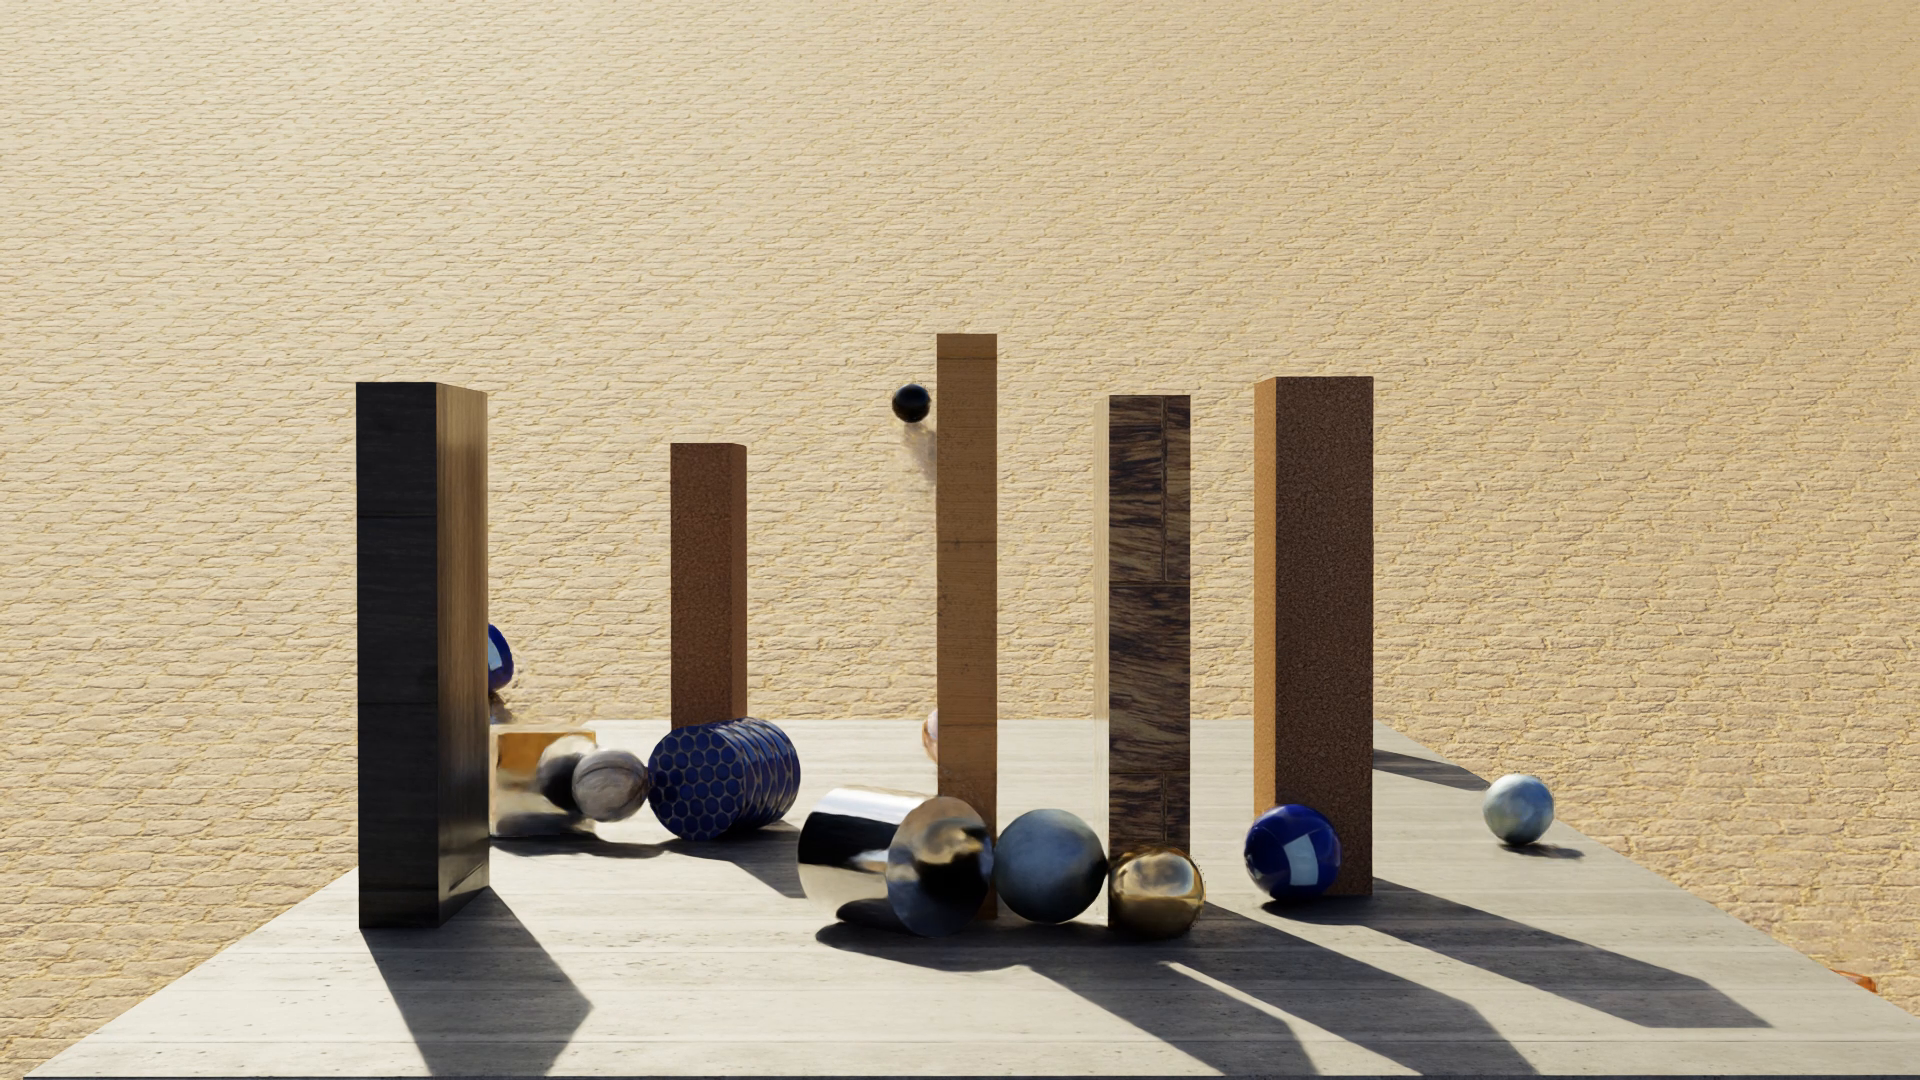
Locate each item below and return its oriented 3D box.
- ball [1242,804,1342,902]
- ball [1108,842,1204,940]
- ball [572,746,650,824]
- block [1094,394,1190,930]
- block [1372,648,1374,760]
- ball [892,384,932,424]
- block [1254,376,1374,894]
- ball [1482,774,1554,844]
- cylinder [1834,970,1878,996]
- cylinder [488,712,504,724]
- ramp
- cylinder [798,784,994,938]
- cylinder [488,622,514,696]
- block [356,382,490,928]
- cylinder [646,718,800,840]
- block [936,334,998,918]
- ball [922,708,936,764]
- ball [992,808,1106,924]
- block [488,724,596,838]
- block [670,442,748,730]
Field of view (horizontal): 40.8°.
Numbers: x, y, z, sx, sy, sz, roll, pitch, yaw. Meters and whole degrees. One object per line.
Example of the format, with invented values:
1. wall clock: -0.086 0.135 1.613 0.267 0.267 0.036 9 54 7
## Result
1. ball: 0.471 0.445 3.664 0.140 0.140 0.140 0 27 0
2. ball: 0.255 0.458 3.365 0.126 0.126 0.126 0 27 0
3. ball: -0.584 0.409 4.313 0.130 0.130 0.130 0 27 0
4. block: 0.251 0.160 3.618 0.108 0.711 0.392 0 1 0
5. block: 0.851 0.231 5.791 0.095 0.483 0.365 0 1 0
6. ball: -0.159 -0.446 8.430 0.130 0.130 0.130 0 27 0
7. block: 0.526 0.136 3.864 0.141 0.749 0.271 0 1 0
8. ball: 0.922 0.444 4.263 0.117 0.117 0.117 0 27 0
9. cylinder: 1.590 0.871 4.777 0.158 0.158 0.158 6 25 41
10. cylinder: -1.137 0.479 5.965 0.138 0.138 0.138 4 61 8
11. ramp: 0.061 0.547 4.583 2.000 0.100 4.000 0 1 0
12. cylinder: -0.087 0.426 3.447 0.186 0.186 0.186 -24 16 -39
13. cylinder: -1.320 0.337 6.791 0.204 0.204 0.204 19 32 33
14. block: -0.752 0.151 3.636 0.108 0.730 0.375 0 1 0
15. cylinder: -0.402 0.405 4.397 0.193 0.193 0.193 14 7 25
16. block: 0.009 0.115 3.670 0.082 0.799 0.303 0 1 0
17. ball: -0.009 0.409 5.386 0.145 0.145 0.145 0 27 0
18. ball: 0.120 0.441 3.489 0.155 0.155 0.155 0 27 0
19. block: -0.738 0.411 4.446 0.174 0.174 0.174 1 1 -26
20. block: -0.453 0.161 4.684 0.107 0.669 0.327 0 1 0
